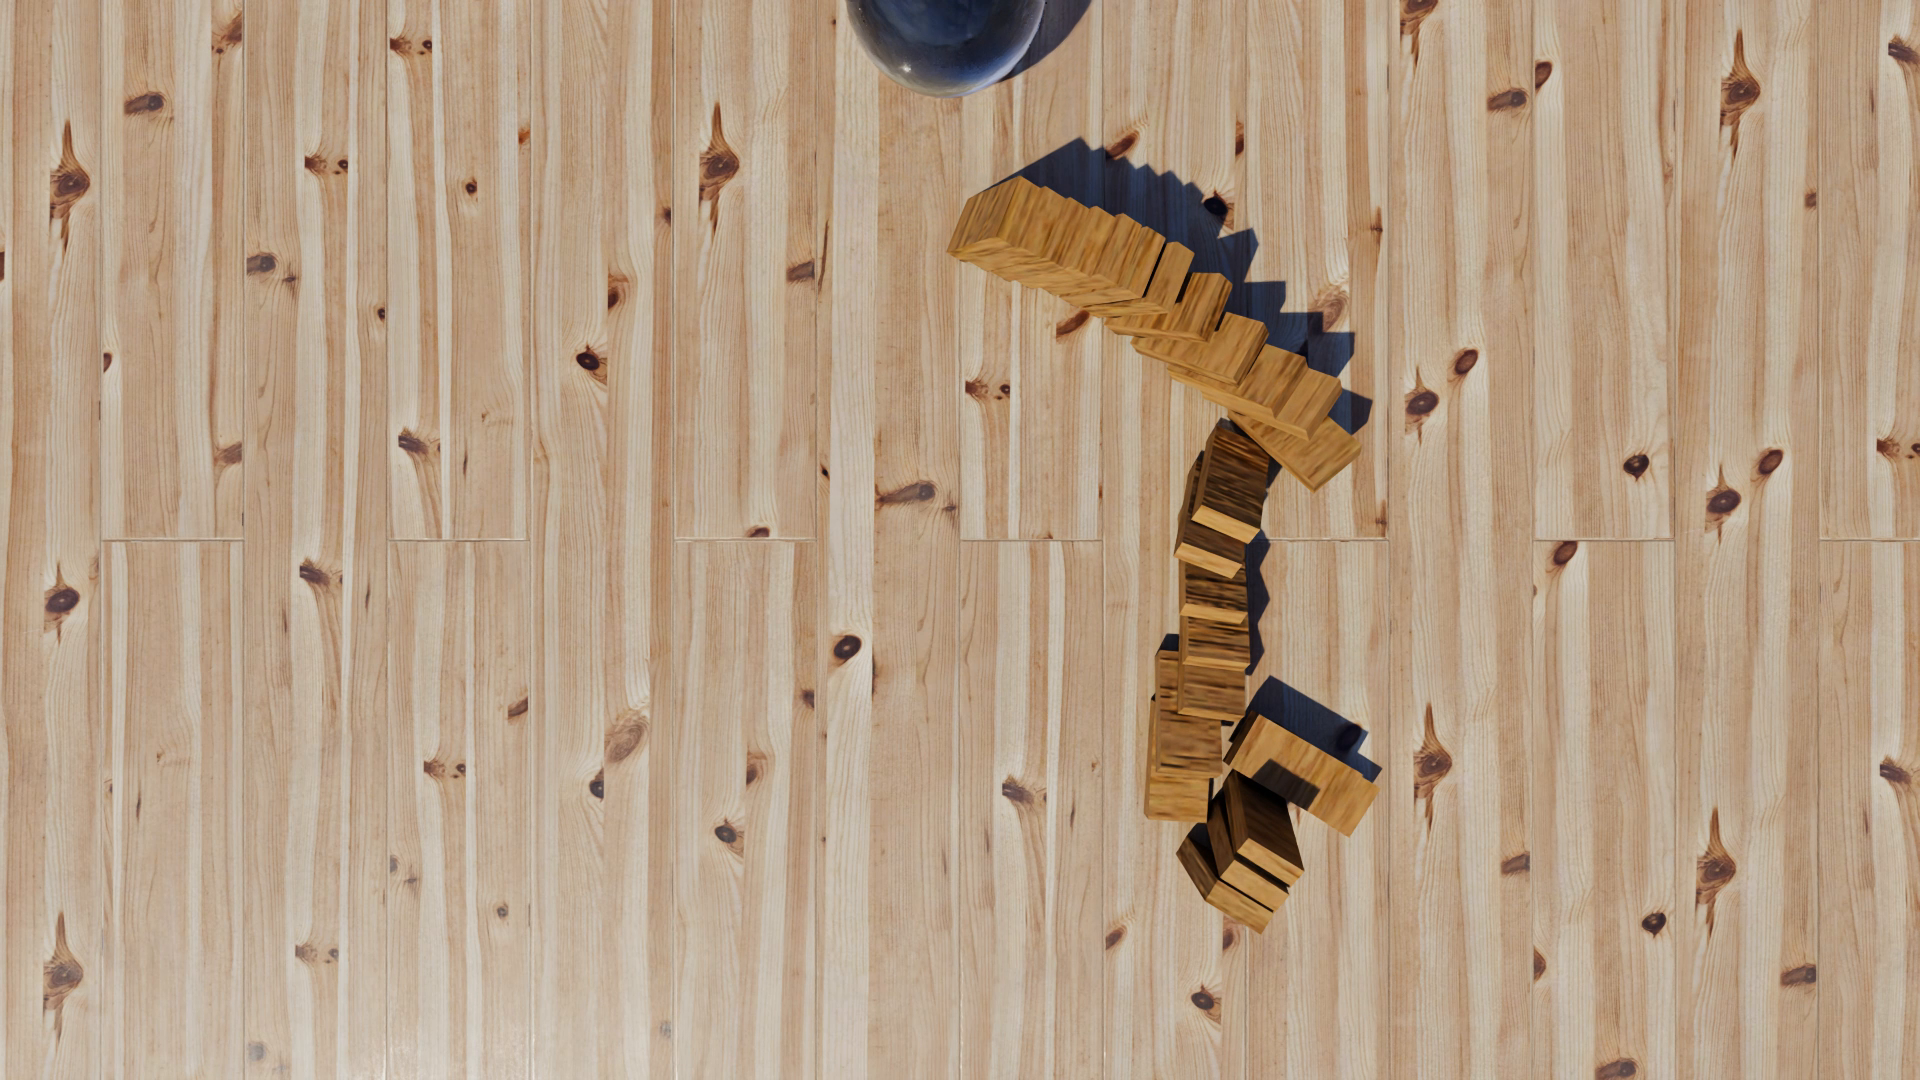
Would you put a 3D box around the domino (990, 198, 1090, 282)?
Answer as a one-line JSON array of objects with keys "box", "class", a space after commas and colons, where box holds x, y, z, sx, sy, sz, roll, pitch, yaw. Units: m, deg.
[{"box": [0.032, -0.122, 0.375, 0.010, 0.050, 0.025, 22, 90, -25], "class": "domino"}]

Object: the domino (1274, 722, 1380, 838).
[{"box": [0.152, 0.103, 0.395, 0.050, 0.009, 0.025, 33, 90, 0], "class": "domino"}]

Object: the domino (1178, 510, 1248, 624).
[{"box": [0.105, 0.009, 0.382, 0.025, 0.009, 0.050, 9, 56, 0], "class": "domino"}]

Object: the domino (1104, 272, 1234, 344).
[{"box": [0.085, -0.097, 0.378, 0.009, 0.050, 0.025, 23, 90, -40], "class": "domino"}]

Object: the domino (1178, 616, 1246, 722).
[{"box": [0.106, 0.049, 0.385, 0.025, 0.010, 0.050, 8, 64, 0], "class": "domino"}]

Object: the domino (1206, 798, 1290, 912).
[{"box": [0.116, 0.127, 0.375, 0.025, 0.050, 0.009, 33, 104, 0], "class": "domino"}]

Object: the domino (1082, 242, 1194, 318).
[{"box": [0.072, -0.106, 0.376, 0.009, 0.050, 0.025, 22, 90, -28], "class": "domino"}]

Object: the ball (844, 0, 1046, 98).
[{"box": [-0.006, -0.218, 0.360, 0.080, 0.080, 0.080, 0, 90, 0], "class": "ball"}]

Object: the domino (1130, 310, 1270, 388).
[{"box": [0.099, -0.084, 0.382, 0.050, 0.009, 0.025, 29, 90, 35], "class": "domino"}]

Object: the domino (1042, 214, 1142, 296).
[{"box": [0.052, -0.116, 0.375, 0.009, 0.050, 0.025, 22, 90, -25], "class": "domino"}]

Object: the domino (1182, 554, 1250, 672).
[{"box": [0.107, 0.028, 0.384, 0.025, 0.010, 0.050, 7, 62, 0], "class": "domino"}]

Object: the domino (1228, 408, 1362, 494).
[{"box": [0.140, -0.046, 0.385, 0.025, 0.010, 0.050, -40, 64, 0], "class": "domino"}]

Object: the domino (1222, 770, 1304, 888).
[{"box": [0.123, 0.117, 0.375, 0.025, 0.050, 0.009, 31, 110, 0], "class": "domino"}]

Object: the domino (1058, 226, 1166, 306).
[{"box": [0.061, -0.111, 0.375, 0.009, 0.050, 0.025, 22, 90, -25], "class": "domino"}]

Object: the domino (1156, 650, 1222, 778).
[{"box": [0.095, 0.073, 0.384, 0.025, 0.010, 0.050, 5, 64, 1], "class": "domino"}]

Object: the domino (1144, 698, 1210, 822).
[{"box": [0.094, 0.095, 0.395, 0.025, 0.010, 0.050, 4, 90, 0], "class": "domino"}]

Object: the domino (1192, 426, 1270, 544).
[{"box": [0.113, -0.024, 0.380, 0.025, 0.009, 0.050, 23, 50, 0], "class": "domino"}]

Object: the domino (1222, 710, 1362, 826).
[{"box": [0.140, 0.096, 0.386, 0.050, 0.010, 0.025, 30, 90, 0], "class": "domino"}]

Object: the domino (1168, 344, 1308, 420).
[{"box": [0.115, -0.071, 0.381, 0.050, 0.010, 0.025, 32, 85, 36], "class": "domino"}]

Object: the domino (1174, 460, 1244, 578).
[{"box": [0.105, -0.010, 0.380, 0.025, 0.009, 0.050, 21, 50, 1], "class": "domino"}]

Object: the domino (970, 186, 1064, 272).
[{"box": [0.022, -0.126, 0.375, 0.010, 0.050, 0.025, 22, 90, -25], "class": "domino"}]

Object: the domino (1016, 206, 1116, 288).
[{"box": [0.042, -0.119, 0.375, 0.010, 0.050, 0.025, 22, 90, -25], "class": "domino"}]

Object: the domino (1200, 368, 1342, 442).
[{"box": [0.128, -0.063, 0.381, 0.050, 0.010, 0.025, 32, 85, 36], "class": "domino"}]

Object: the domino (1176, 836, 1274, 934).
[{"box": [0.107, 0.140, 0.375, 0.025, 0.050, 0.010, 31, 91, 0], "class": "domino"}]

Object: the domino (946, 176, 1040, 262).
[{"box": [0.012, -0.130, 0.375, 0.009, 0.050, 0.025, 22, 90, -25], "class": "domino"}]
